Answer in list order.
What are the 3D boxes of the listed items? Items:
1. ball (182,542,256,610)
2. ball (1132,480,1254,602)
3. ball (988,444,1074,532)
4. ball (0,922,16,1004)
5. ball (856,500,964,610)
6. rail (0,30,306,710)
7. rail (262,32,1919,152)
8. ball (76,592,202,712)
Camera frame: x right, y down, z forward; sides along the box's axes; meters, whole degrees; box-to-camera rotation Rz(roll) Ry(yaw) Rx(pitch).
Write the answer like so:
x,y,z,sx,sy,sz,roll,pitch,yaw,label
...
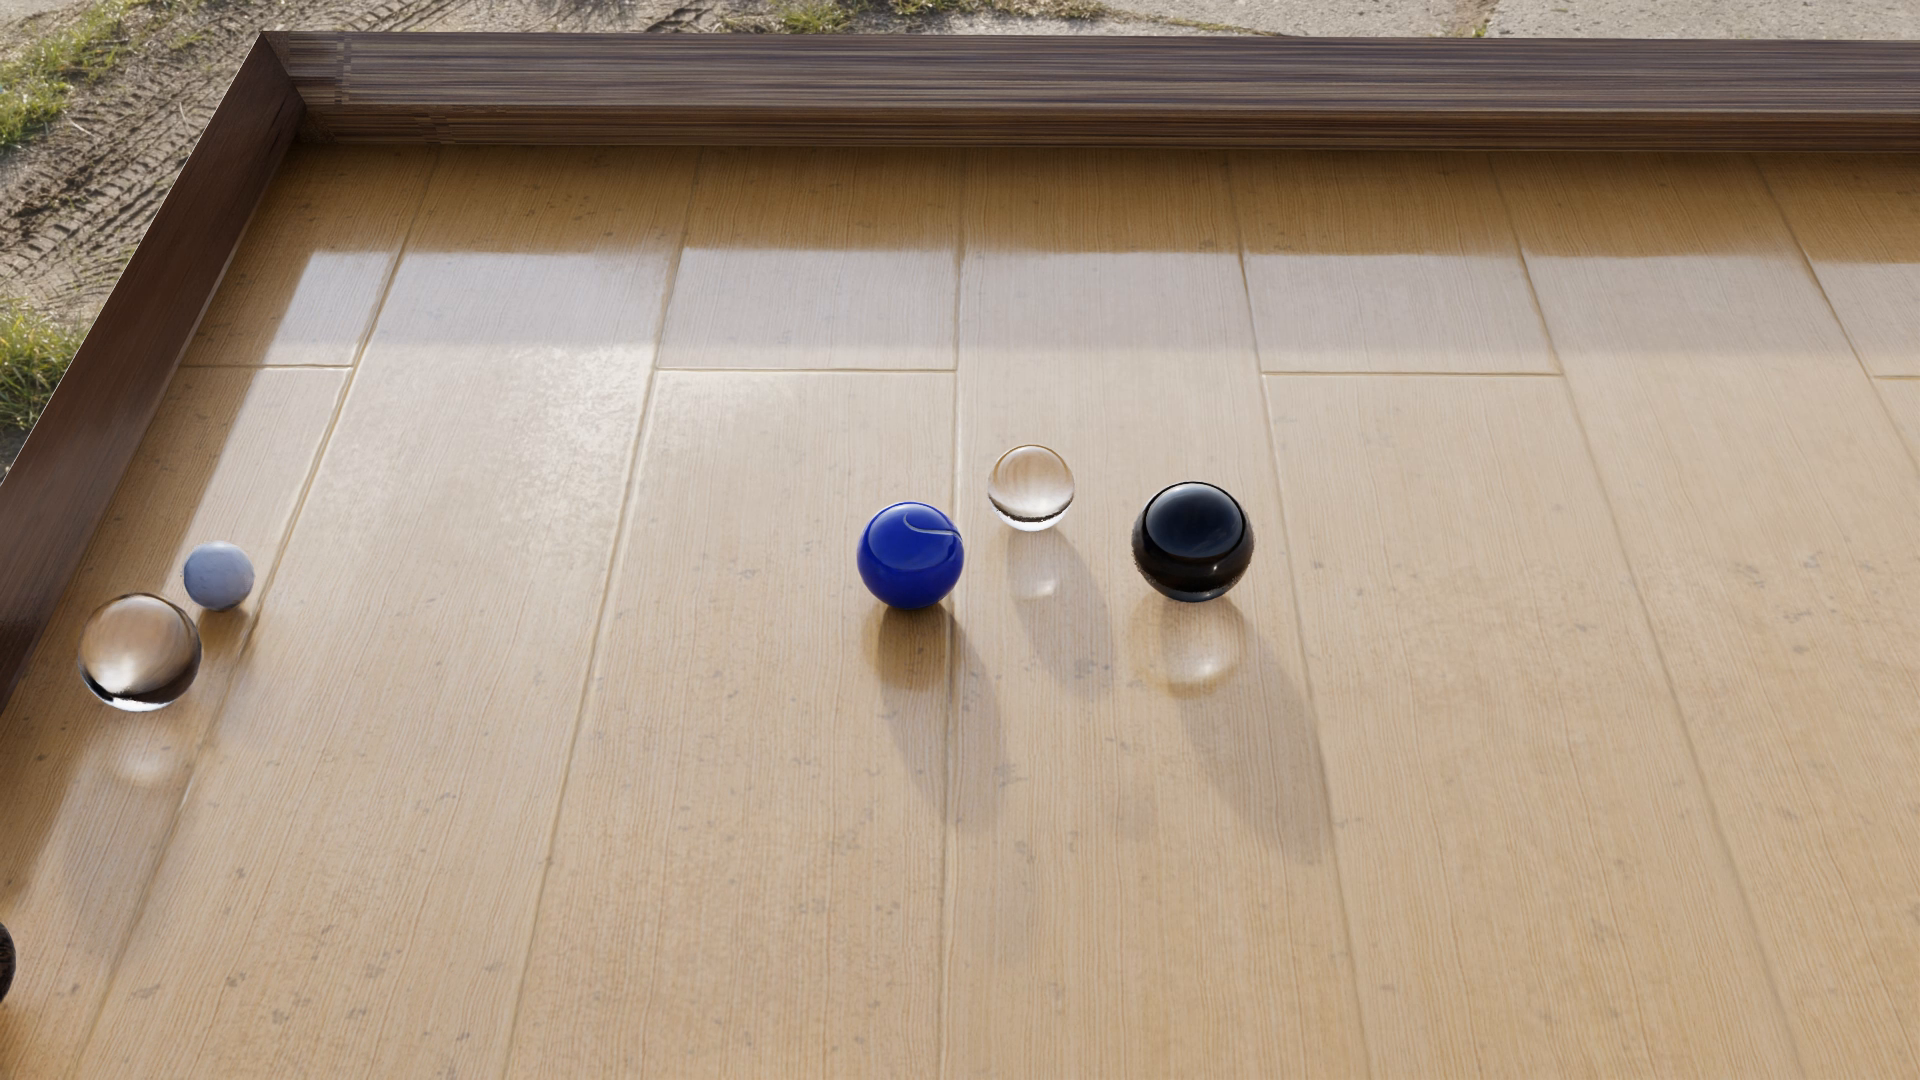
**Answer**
x,y,z,sx,sy,sz,roll,pitch,yaw,label
-0.532,0.026,1.840,0.050,0.050,0.050,0,35,0,ball
0.167,0.001,1.843,0.088,0.088,0.088,0,35,0,ball
0.053,-0.039,1.919,0.066,0.066,0.066,0,35,0,ball
-0.592,0.249,1.502,0.074,0.074,0.074,0,35,0,ball
-0.036,0.011,1.837,0.078,0.078,0.078,0,35,0,ball
-0.641,-0.023,1.853,0.045,0.114,1.415,0,35,1,rail
0.674,-0.406,2.398,2.658,0.114,0.045,0,35,1,rail
-0.557,0.076,1.741,0.081,0.081,0.081,0,35,0,ball
